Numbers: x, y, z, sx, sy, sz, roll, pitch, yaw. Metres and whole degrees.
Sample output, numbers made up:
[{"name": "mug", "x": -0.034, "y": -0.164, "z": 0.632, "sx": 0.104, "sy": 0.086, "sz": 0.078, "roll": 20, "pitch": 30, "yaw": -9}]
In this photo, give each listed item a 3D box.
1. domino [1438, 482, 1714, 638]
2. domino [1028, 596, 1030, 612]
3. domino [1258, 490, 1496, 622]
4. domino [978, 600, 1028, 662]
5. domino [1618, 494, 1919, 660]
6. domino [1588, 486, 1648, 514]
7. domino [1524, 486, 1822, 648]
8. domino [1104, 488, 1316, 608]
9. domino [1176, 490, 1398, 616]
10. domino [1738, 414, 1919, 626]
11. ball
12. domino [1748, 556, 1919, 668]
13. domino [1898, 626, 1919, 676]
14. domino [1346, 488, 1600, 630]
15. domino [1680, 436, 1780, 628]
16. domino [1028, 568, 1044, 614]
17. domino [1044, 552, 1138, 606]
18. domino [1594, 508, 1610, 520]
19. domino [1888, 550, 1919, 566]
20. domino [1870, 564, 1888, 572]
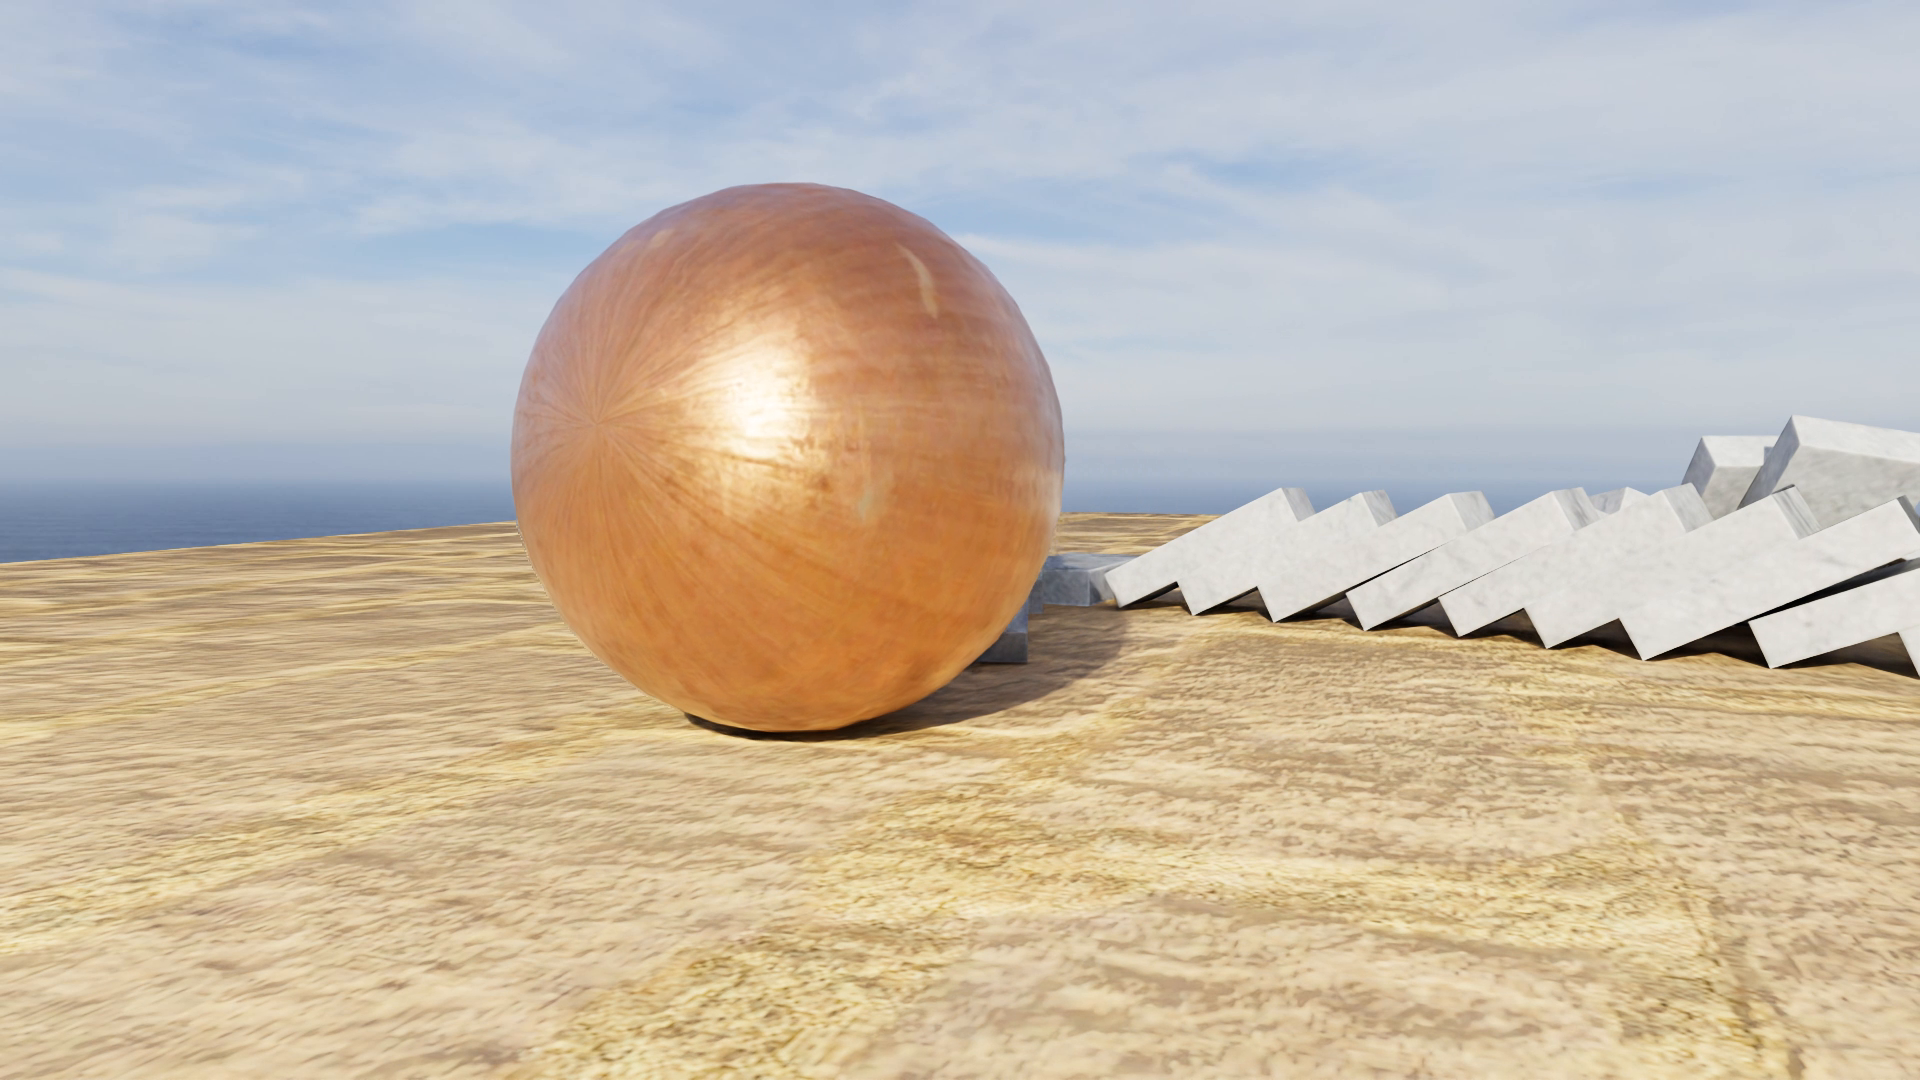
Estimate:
[{"name": "domino", "x": 0.131, "y": 0.005, "z": 0.274, "sx": 0.025, "sy": 0.009, "sz": 0.050, "roll": -8, "pitch": -21, "yaw": -48}, {"name": "domino", "x": 0.001, "y": 0.000, "z": 0.324, "sx": 0.025, "sy": 0.009, "sz": 0.050, "roll": -6, "pitch": 37, "yaw": -4}, {"name": "domino", "x": 0.098, "y": 0.004, "z": 0.302, "sx": 0.050, "sy": 0.009, "sz": 0.025, "roll": -31, "pitch": -16, "yaw": 35}, {"name": "domino", "x": 0.001, "y": 0.002, "z": 0.264, "sx": 0.025, "sy": 0.009, "sz": 0.050, "roll": 0, "pitch": 48, "yaw": 3}, {"name": "domino", "x": 0.157, "y": 0.008, "z": 0.248, "sx": 0.050, "sy": 0.009, "sz": 0.025, "roll": -34, "pitch": -18, "yaw": 36}, {"name": "domino", "x": 0.183, "y": 0.002, "z": 0.326, "sx": 0.050, "sy": 0.009, "sz": 0.025, "roll": 22, "pitch": -9, "yaw": -4}, {"name": "domino", "x": 0.144, "y": 0.006, "z": 0.261, "sx": 0.025, "sy": 0.010, "sz": 0.050, "roll": -8, "pitch": -21, "yaw": -48}, {"name": "domino", "x": 0.064, "y": 0.002, "z": 0.328, "sx": 0.050, "sy": 0.009, "sz": 0.025, "roll": -28, "pitch": -11, "yaw": 25}, {"name": "domino", "x": 0.081, "y": 0.003, "z": 0.318, "sx": 0.050, "sy": 0.009, "sz": 0.025, "roll": -29, "pitch": -11, "yaw": 29}, {"name": "domino", "x": 0.177, "y": -0.002, "z": 0.267, "sx": 0.025, "sy": 0.050, "sz": 0.009, "roll": 11, "pitch": 45, "yaw": 11}, {"name": "ball", "x": -0.024, "y": -0.012, "z": 0.190, "sx": 0.080, "sy": 0.080, "sz": 0.080, "roll": 0, "pitch": 4, "yaw": 0}, {"name": "domino", "x": 0.178, "y": 0.010, "z": 0.240, "sx": 0.050, "sy": 0.009, "sz": 0.025, "roll": -27, "pitch": -12, "yaw": 34}, {"name": "domino", "x": 0.197, "y": 0.011, "z": 0.227, "sx": 0.050, "sy": 0.009, "sz": 0.025, "roll": -26, "pitch": -12, "yaw": 36}, {"name": "domino", "x": 0.115, "y": 0.004, "z": 0.288, "sx": 0.050, "sy": 0.009, "sz": 0.025, "roll": -33, "pitch": -17, "yaw": 36}, {"name": "domino", "x": 0.171, "y": -0.001, "z": 0.285, "sx": 0.025, "sy": 0.050, "sz": 0.009, "roll": 0, "pitch": 45, "yaw": 6}, {"name": "domino", "x": 0.009, "y": 0.002, "z": 0.342, "sx": 0.025, "sy": 0.009, "sz": 0.050, "roll": 0, "pitch": 29, "yaw": 3}, {"name": "domino", "x": 0.034, "y": 0.011, "z": 0.364, "sx": 0.025, "sy": 0.010, "sz": 0.050, "roll": 2, "pitch": 5, "yaw": 26}, {"name": "domino", "x": 0.162, "y": 0.005, "z": 0.315, "sx": 0.050, "sy": 0.009, "sz": 0.025, "roll": 19, "pitch": -8, "yaw": -17}, {"name": "domino", "x": 0.233, "y": 0.000, "z": 0.323, "sx": 0.025, "sy": 0.009, "sz": 0.050, "roll": 25, "pitch": 14, "yaw": -35}, {"name": "domino", "x": 0.216, "y": 0.007, "z": 0.344, "sx": 0.025, "sy": 0.010, "sz": 0.050, "roll": 26, "pitch": -11, "yaw": -33}]
